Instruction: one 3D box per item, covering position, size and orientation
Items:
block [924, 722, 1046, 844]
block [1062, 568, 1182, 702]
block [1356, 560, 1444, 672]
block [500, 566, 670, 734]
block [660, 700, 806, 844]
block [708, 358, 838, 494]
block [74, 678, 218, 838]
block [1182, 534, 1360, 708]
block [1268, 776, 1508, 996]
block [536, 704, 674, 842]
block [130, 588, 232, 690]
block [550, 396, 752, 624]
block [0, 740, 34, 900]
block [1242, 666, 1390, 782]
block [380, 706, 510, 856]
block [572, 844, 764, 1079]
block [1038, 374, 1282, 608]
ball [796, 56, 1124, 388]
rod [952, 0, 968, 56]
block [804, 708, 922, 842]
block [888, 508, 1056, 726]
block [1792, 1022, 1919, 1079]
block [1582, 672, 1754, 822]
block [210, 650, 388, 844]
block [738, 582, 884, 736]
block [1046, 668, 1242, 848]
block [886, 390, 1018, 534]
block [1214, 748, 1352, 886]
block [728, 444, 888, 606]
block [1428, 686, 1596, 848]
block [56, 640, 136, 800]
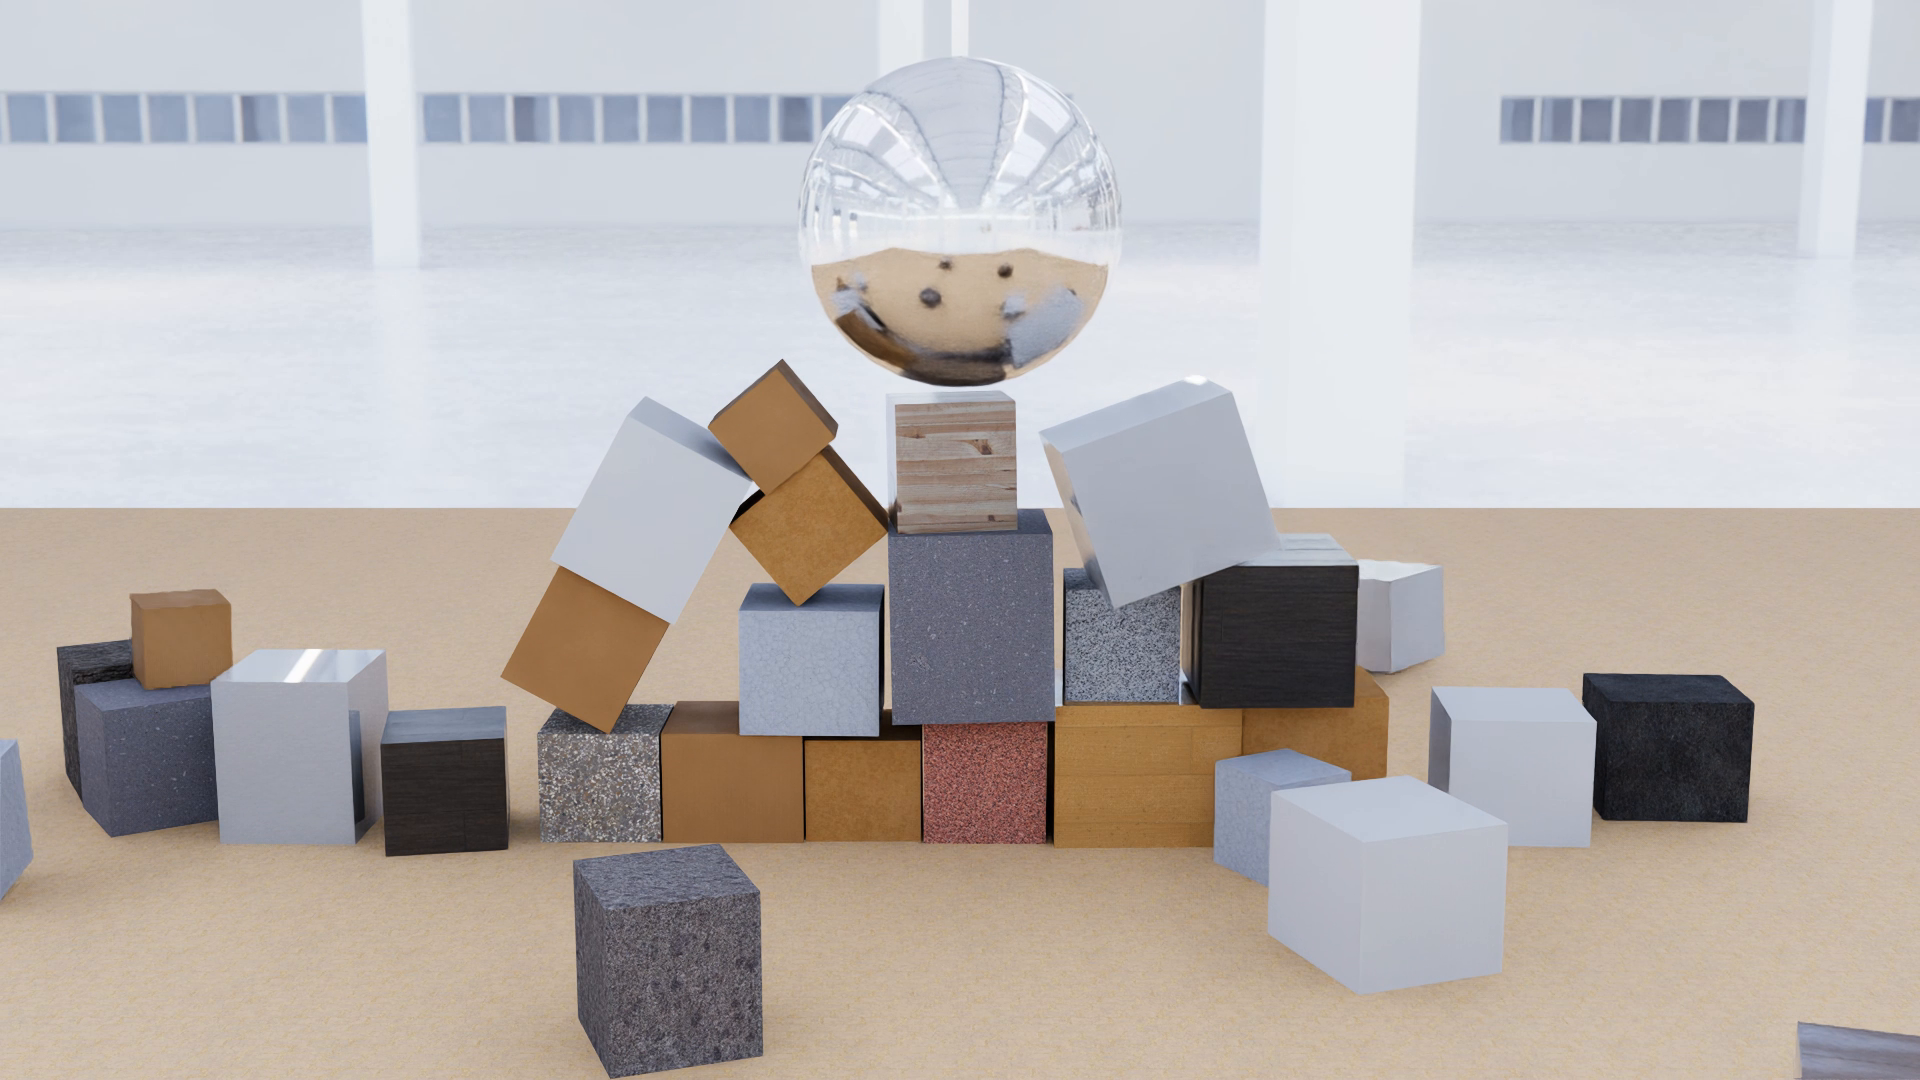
[{"bbox_3d":[0.131,1.152,11.385,0.616,0.660,0.662,0,10,1],"label":"block"},{"bbox_3d":[0.817,0.477,11.231,0.569,0.569,0.562,0,10,1],"label":"block"},{"bbox_3d":[2.826,0.506,14.956,0.650,0.614,0.707,5,11,41],"label":"block"},{"bbox_3d":[-1.867,0.483,11.275,0.612,0.669,0.658,29,9,-5],"label":"block"},{"bbox_3d":[-1.145,1.194,11.401,0.709,0.571,0.662,0,10,0],"label":"block"},{"bbox_3d":[-0.929,-0.572,11.014,0.448,0.443,0.496,-39,9,6],"label":"block"},{"bbox_3d":[-4.222,1.110,11.602,0.681,0.665,0.635,-7,12,-33],"label":"block"},{"bbox_3d":[1.549,0.396,11.112,0.754,0.716,0.789,0,11,-1],"label":"block"},{"bbox_3d":[1.848,1.481,9.570,0.706,0.663,0.775,-4,11,-21],"label":"block"},{"bbox_3d":[-1.817,1.200,11.380,0.610,0.567,0.598,0,10,0],"label":"block"},{"bbox_3d":[-4.151,0.523,11.727,0.441,0.430,0.409,-4,12,-29],"label":"block"},{"bbox_3d":[-1.524,-0.164,11.151,0.688,0.816,0.768,29,9,-6],"label":"block"},{"bbox_3d":[-4.787,1.344,10.261,0.631,0.617,0.634,-2,16,-4],"label":"block"},{"bbox_3d":[1.766,1.104,11.371,0.741,0.760,0.671,0,10,-1],"label":"block"},{"bbox_3d":[-2.617,1.221,11.228,0.597,0.580,0.645,-2,10,-10],"label":"block"},{"bbox_3d":[-1.156,1.642,8.665,0.600,0.669,0.627,-4,11,-20],"label":"block"},{"bbox_3d":[0.964,-0.255,10.774,0.857,0.794,0.790,-20,11,-2],"label":"block"},{"bbox_3d":[0.000,-1.540,10.716,1.600,1.600,1.600,0,10,0],"label":"ball"},{"bbox_3d":[0.000,-4.902,10.209,0.080,5.200,0.080,0,9,0],"label":"rod"},{"bbox_3d":[-0.490,1.213,11.417,0.583,0.528,0.632,0,10,0],"label":"block"},{"bbox_3d":[0.050,0.374,11.202,0.806,0.938,0.844,-1,9,-1],"label":"block"},{"bbox_3d":[2.914,1.976,6.751,0.668,0.696,0.686,3,11,18],"label":"block"},{"bbox_3d":[3.750,1.100,11.725,0.736,0.641,0.620,1,10,3],"label":"block"},{"bbox_3d":[-3.389,1.059,11.383,0.684,0.843,0.712,0,10,1],"label":"block"},{"bbox_3d":[-0.749,0.603,11.281,0.696,0.636,0.703,1,10,0],"label":"block"},{"bbox_3d":[0.929,1.115,11.374,0.931,0.737,0.778,0,10,-1],"label":"block"},{"bbox_3d":[-0.049,-0.400,11.057,0.593,0.640,0.575,-2,9,-6],"label":"block"},{"bbox_3d":[1.564,1.350,10.690,0.445,0.518,0.485,-6,12,-30],"label":"block"},{"bbox_3d":[-0.761,-0.101,11.178,0.590,0.532,0.563,-39,9,5],"label":"block"},{"bbox_3d":[2.835,1.161,11.361,0.713,0.650,0.688,1,10,3],"label":"block"},{"bbox_3d":[-4.565,0.972,12.187,0.698,0.727,0.630,-6,12,-29],"label":"block"}]
